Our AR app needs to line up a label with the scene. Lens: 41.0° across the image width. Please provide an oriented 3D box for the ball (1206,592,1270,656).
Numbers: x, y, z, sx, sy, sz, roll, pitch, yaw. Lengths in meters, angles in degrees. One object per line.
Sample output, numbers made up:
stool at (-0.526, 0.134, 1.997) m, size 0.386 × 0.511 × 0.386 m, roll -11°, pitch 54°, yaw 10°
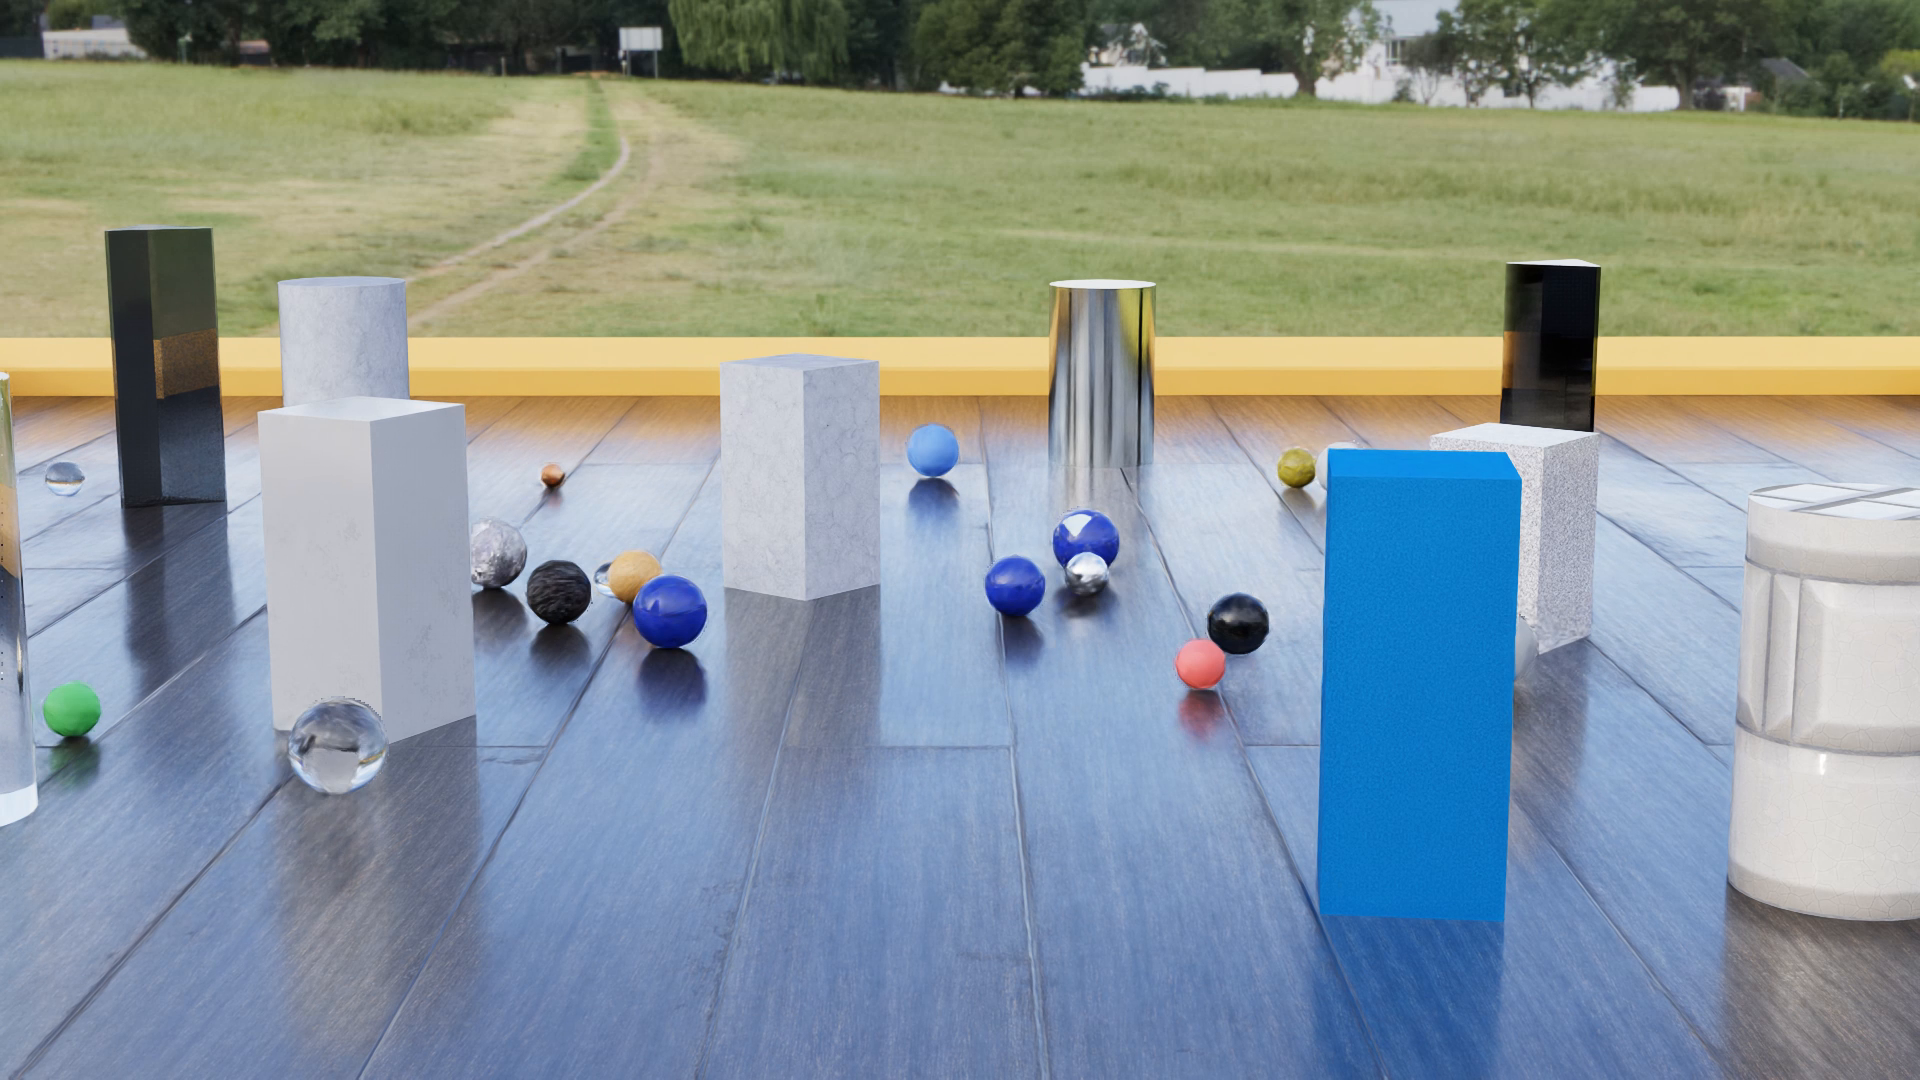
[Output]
ball at (0.348, 0.104, 3.204) m, size 0.079 × 0.079 × 0.079 m, roll 0°, pitch 10°, yaw 0°

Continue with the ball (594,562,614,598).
ball at (-0.483, 0.055, 3.552) m, size 0.049 × 0.049 × 0.049 m, roll 0°, pitch 10°, yaw 0°

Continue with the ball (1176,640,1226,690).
ball at (0.284, 0.147, 3.028) m, size 0.059 × 0.059 × 0.059 m, roll 0°, pitch 10°, yaw 0°

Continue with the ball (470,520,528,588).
ball at (-0.658, 0.019, 3.608) m, size 0.098 × 0.098 × 0.098 m, roll 0°, pitch 10°, yaw 0°

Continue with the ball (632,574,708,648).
ball at (-0.366, 0.090, 3.239) m, size 0.094 × 0.094 × 0.094 m, roll 0°, pitch 10°, yaw 0°

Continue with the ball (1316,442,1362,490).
ball at (0.653, -0.121, 4.374) m, size 0.094 × 0.094 × 0.094 m, roll 0°, pitch 10°, yaw 0°

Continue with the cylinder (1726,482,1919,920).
cylinder at (0.792, 0.138, 2.275) m, size 0.197 × 0.350 × 0.197 m, roll 0°, pitch 10°, yaw 0°

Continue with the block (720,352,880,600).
block at (-0.224, -0.093, 3.610) m, size 0.157 × 0.318 × 0.157 m, roll 8°, pitch 13°, yaw 38°

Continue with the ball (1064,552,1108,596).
ball at (0.176, 0.047, 3.558) m, size 0.061 × 0.061 × 0.061 m, roll 0°, pitch 10°, yaw 0°

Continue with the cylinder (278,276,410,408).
cylinder at (-0.976, -0.217, 4.085) m, size 0.197 × 0.389 × 0.197 m, roll 0°, pitch 10°, yaw 0°

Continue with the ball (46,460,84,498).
ball at (-1.526, -0.105, 4.375) m, size 0.063 × 0.063 × 0.063 m, roll 0°, pitch 10°, yaw 0°

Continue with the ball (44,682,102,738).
ball at (-0.973, 0.186, 2.813) m, size 0.060 × 0.060 × 0.060 m, roll 0°, pitch 10°, yaw 0°

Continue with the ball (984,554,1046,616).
ball at (0.074, 0.061, 3.429) m, size 0.082 × 0.082 × 0.082 m, roll 0°, pitch 10°, yaw 0°

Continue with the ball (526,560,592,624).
ball at (-0.528, 0.068, 3.379) m, size 0.086 × 0.086 × 0.086 m, roll 0°, pitch 10°, yaw 0°

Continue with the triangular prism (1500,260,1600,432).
triangular prism at (1.093, -0.319, 4.677) m, size 0.170 × 0.374 × 0.148 m, roll 6°, pitch 12°, yaw 29°

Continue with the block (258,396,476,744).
block at (-0.657, 0.029, 2.851) m, size 0.157 × 0.355 × 0.157 m, roll 6°, pitch 12°, yaw 28°

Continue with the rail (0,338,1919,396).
rail at (-0.013, -0.383, 5.692) m, size 4.393 × 0.128 × 0.045 m, roll 0°, pitch 10°, yaw 0°

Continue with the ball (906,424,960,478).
ball at (-0.048, -0.159, 4.583) m, size 0.094 × 0.094 × 0.094 m, roll 0°, pitch 10°, yaw 0°

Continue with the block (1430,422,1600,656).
block at (0.706, -0.005, 3.285) m, size 0.157 × 0.263 × 0.157 m, roll 8°, pitch 13°, yaw 38°

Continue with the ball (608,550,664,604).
ball at (-0.443, 0.051, 3.500) m, size 0.076 × 0.076 × 0.076 m, roll 0°, pitch 10°, yaw 0°

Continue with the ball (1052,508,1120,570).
ball at (0.181, 0.004, 3.692) m, size 0.098 × 0.098 × 0.098 m, roll 0°, pitch 10°, yaw 0°

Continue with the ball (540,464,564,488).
ball at (-0.711, -0.113, 4.475) m, size 0.042 × 0.042 × 0.042 m, roll 0°, pitch 10°, yaw 0°

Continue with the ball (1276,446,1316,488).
ball at (0.586, -0.126, 4.467) m, size 0.072 × 0.072 × 0.072 m, roll 0°, pitch 10°, yaw 0°

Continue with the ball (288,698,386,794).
ball at (-0.628, 0.209, 2.590) m, size 0.097 × 0.097 × 0.097 m, roll 0°, pitch 10°, yaw 0°

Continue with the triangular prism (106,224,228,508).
triangular prism at (-1.348, -0.297, 4.323) m, size 0.170 × 0.460 × 0.148 m, roll -5°, pitch 12°, yaw -25°

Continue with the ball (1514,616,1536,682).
ball at (0.640, 0.128, 3.050) m, size 0.088 × 0.088 × 0.088 m, roll 0°, pitch 10°, yaw 0°

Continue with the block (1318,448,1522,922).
block at (0.400, 0.123, 2.260) m, size 0.157 × 0.385 × 0.157 m, roll 1°, pitch 11°, yaw 7°

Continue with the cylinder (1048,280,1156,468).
cylinder at (0.263, -0.310, 4.757) m, size 0.197 × 0.328 × 0.197 m, roll 0°, pitch 10°, yaw 0°

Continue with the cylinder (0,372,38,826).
cylinder at (-1.014, 0.058, 2.494) m, size 0.197 × 0.429 × 0.197 m, roll 0°, pitch 10°, yaw 0°
